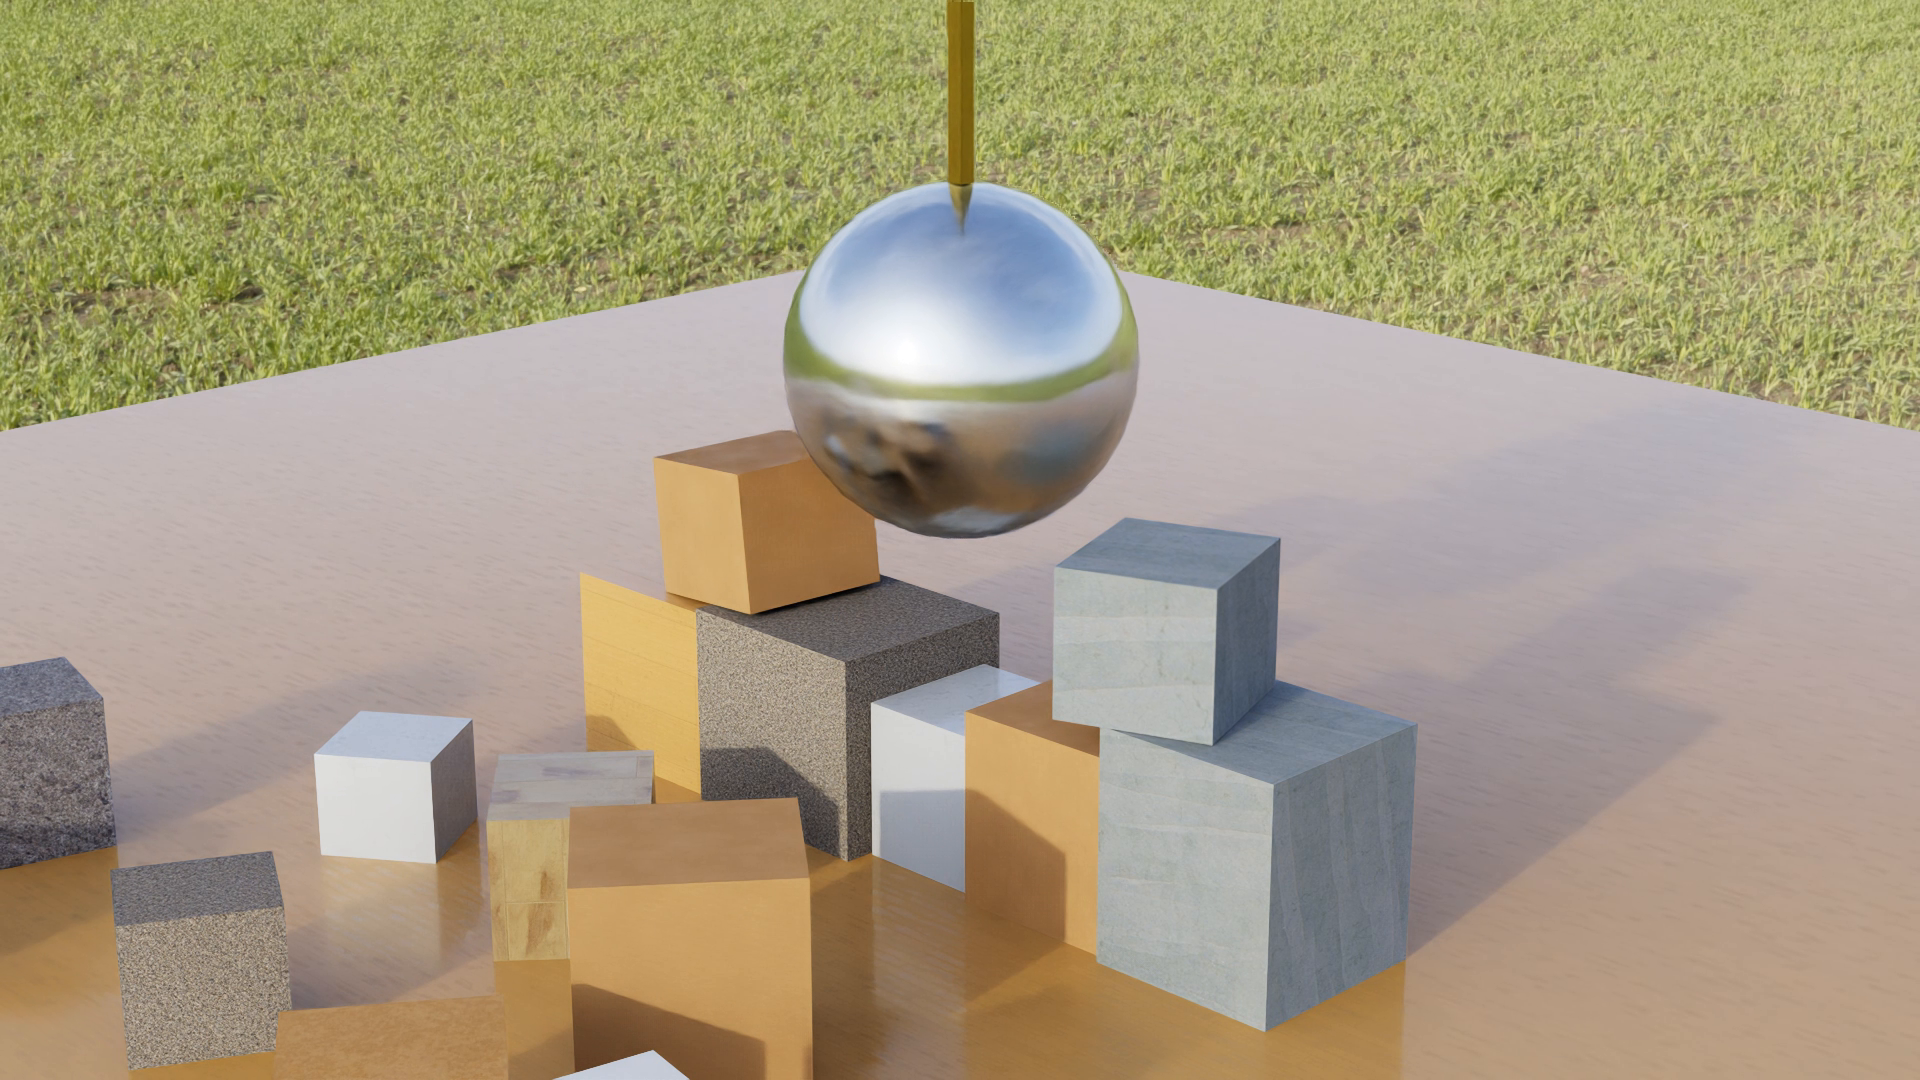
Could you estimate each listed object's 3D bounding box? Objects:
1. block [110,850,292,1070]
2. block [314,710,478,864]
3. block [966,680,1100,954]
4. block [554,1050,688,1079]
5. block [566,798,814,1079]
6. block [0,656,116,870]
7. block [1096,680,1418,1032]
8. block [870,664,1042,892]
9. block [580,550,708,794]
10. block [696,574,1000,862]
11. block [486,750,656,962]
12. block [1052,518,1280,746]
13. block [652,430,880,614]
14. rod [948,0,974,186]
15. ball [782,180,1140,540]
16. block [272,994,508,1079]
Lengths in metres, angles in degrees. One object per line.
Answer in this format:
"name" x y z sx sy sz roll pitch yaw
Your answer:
"block" -3.078 1.698 11.901 0.649 0.624 0.576 -5 18 -16
"block" -2.650 1.159 13.816 0.562 0.503 0.572 3 18 10
"block" 0.626 1.182 13.057 0.831 0.915 0.877 16 24 42
"block" -1.157 2.286 9.796 0.726 0.764 0.744 -11 21 -32
"block" -1.069 1.627 11.599 0.914 0.941 0.800 -2 18 -6
"block" -4.401 1.047 13.776 0.629 0.742 0.661 -10 20 -30
"block" 1.252 1.290 12.432 0.928 1.085 0.957 17 24 42
"block" 0.086 1.098 13.591 0.741 0.756 0.659 -17 24 -42
"block" -1.247 0.611 14.835 0.917 0.939 0.949 -17 24 -42
"block" -0.537 0.806 14.141 0.994 0.982 1.061 -16 24 -42
"block" -1.689 1.376 12.881 0.690 0.651 0.764 -1 17 -4
"block" 0.879 0.372 12.415 0.713 0.672 0.793 8 19 24
"block" -0.942 -0.101 14.271 0.767 0.675 0.736 -14 16 -36
"rod" 0.002 -4.046 12.072 0.080 5.200 0.080 17 24 42
"ball" 0.004 -0.803 13.094 1.600 1.600 1.600 0 17 0
"block" -2.015 2.116 10.488 0.808 0.674 0.698 -3 18 -9
